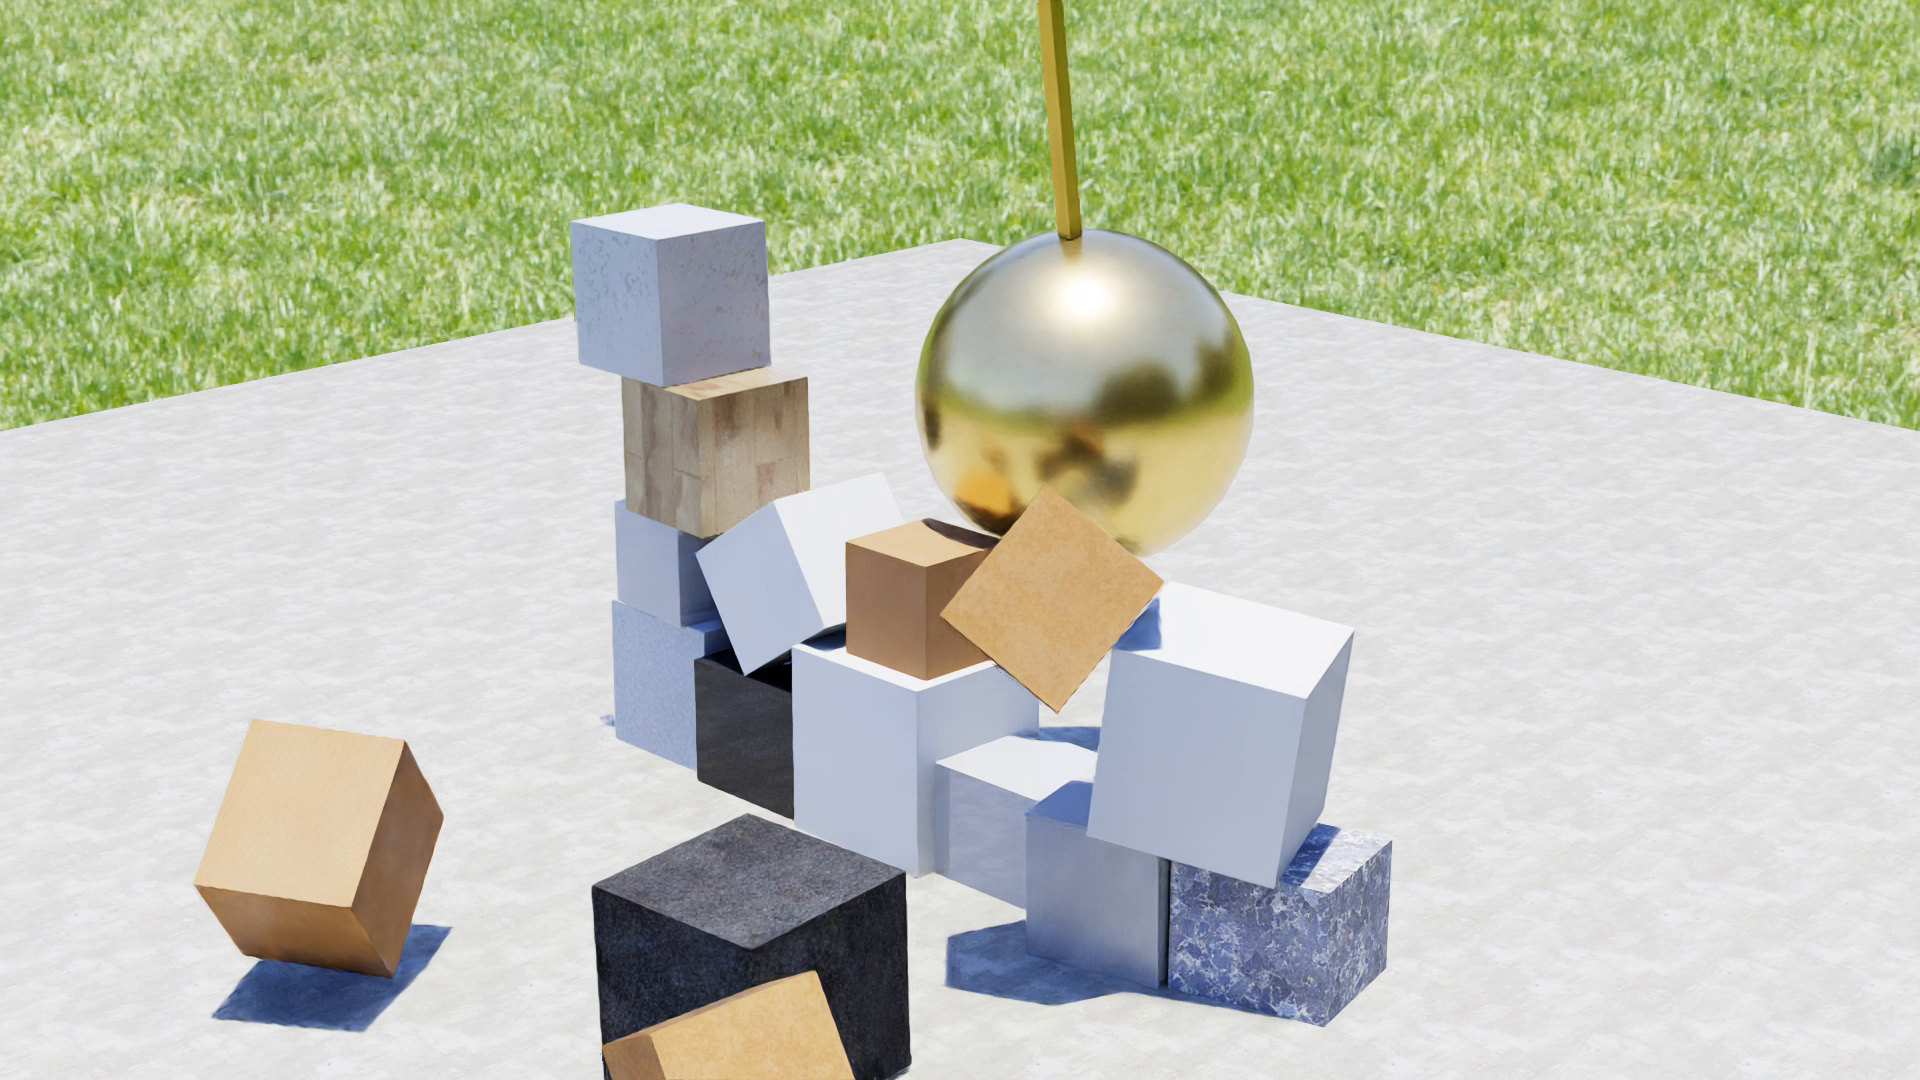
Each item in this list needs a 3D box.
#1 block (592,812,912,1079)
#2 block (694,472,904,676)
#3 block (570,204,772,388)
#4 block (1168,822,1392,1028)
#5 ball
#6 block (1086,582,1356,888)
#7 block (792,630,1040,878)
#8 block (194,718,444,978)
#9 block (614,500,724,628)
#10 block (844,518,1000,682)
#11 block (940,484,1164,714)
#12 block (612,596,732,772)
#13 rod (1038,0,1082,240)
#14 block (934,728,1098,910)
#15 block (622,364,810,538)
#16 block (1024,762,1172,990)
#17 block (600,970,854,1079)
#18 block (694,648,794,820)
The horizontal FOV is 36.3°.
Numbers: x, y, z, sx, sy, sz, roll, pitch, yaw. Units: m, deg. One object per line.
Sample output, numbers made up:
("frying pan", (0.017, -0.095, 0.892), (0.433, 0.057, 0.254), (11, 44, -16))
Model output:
("block", (-0.806, 1.703, 11.452), (0.863, 0.847, 0.851), (15, 25, 38))
("block", (-0.705, 0.162, 14.121), (0.687, 0.647, 0.725), (-16, -10, -41))
("block", (-1.421, -1.217, 14.446), (0.663, 0.720, 0.702), (-16, 22, -40))
("block", (1.349, 1.572, 12.345), (0.714, 0.598, 0.645), (10, 20, 29))
("ball", (0.583, -0.660, 13.745), (1.600, 1.600, 1.600), (0, 17, 0))
("block", (1.082, 0.793, 12.144), (0.813, 0.868, 0.760), (14, 25, 18))
("block", (-0.208, 0.941, 13.827), (0.792, 0.914, 0.849), (-16, 24, -42))
("block", (-2.666, 1.294, 12.277), (0.675, 0.709, 0.768), (7, 59, 10))
("block", (-1.316, 0.061, 14.745), (0.620, 0.523, 0.558), (-14, 23, -37))
("block", (-0.151, 0.267, 13.541), (0.534, 0.545, 0.535), (-16, 24, -42))
("block", (0.375, 0.252, 11.981), (0.611, 0.676, 0.563), (39, -2, 4))
("block", (-1.295, 0.672, 14.937), (0.726, 0.757, 0.618), (17, 24, 42))
("rod", (0.252, -3.774, 12.420), (0.080, 5.200, 0.080), (17, 32, 42))
("block", (0.342, 1.278, 13.366), (0.608, 0.547, 0.683), (-17, 24, -42))
("block", (-1.198, -0.473, 14.430), (0.672, 0.686, 0.621), (-15, 23, -39))
("block", (0.738, 1.422, 12.657), (0.642, 0.672, 0.696), (11, 23, 31))
("block", (-0.777, 1.918, 10.195), (0.638, 0.612, 0.562), (-18, -5, -27))
("block", (-0.783, 0.896, 14.428), (0.705, 0.639, 0.765), (-17, 24, -42))
